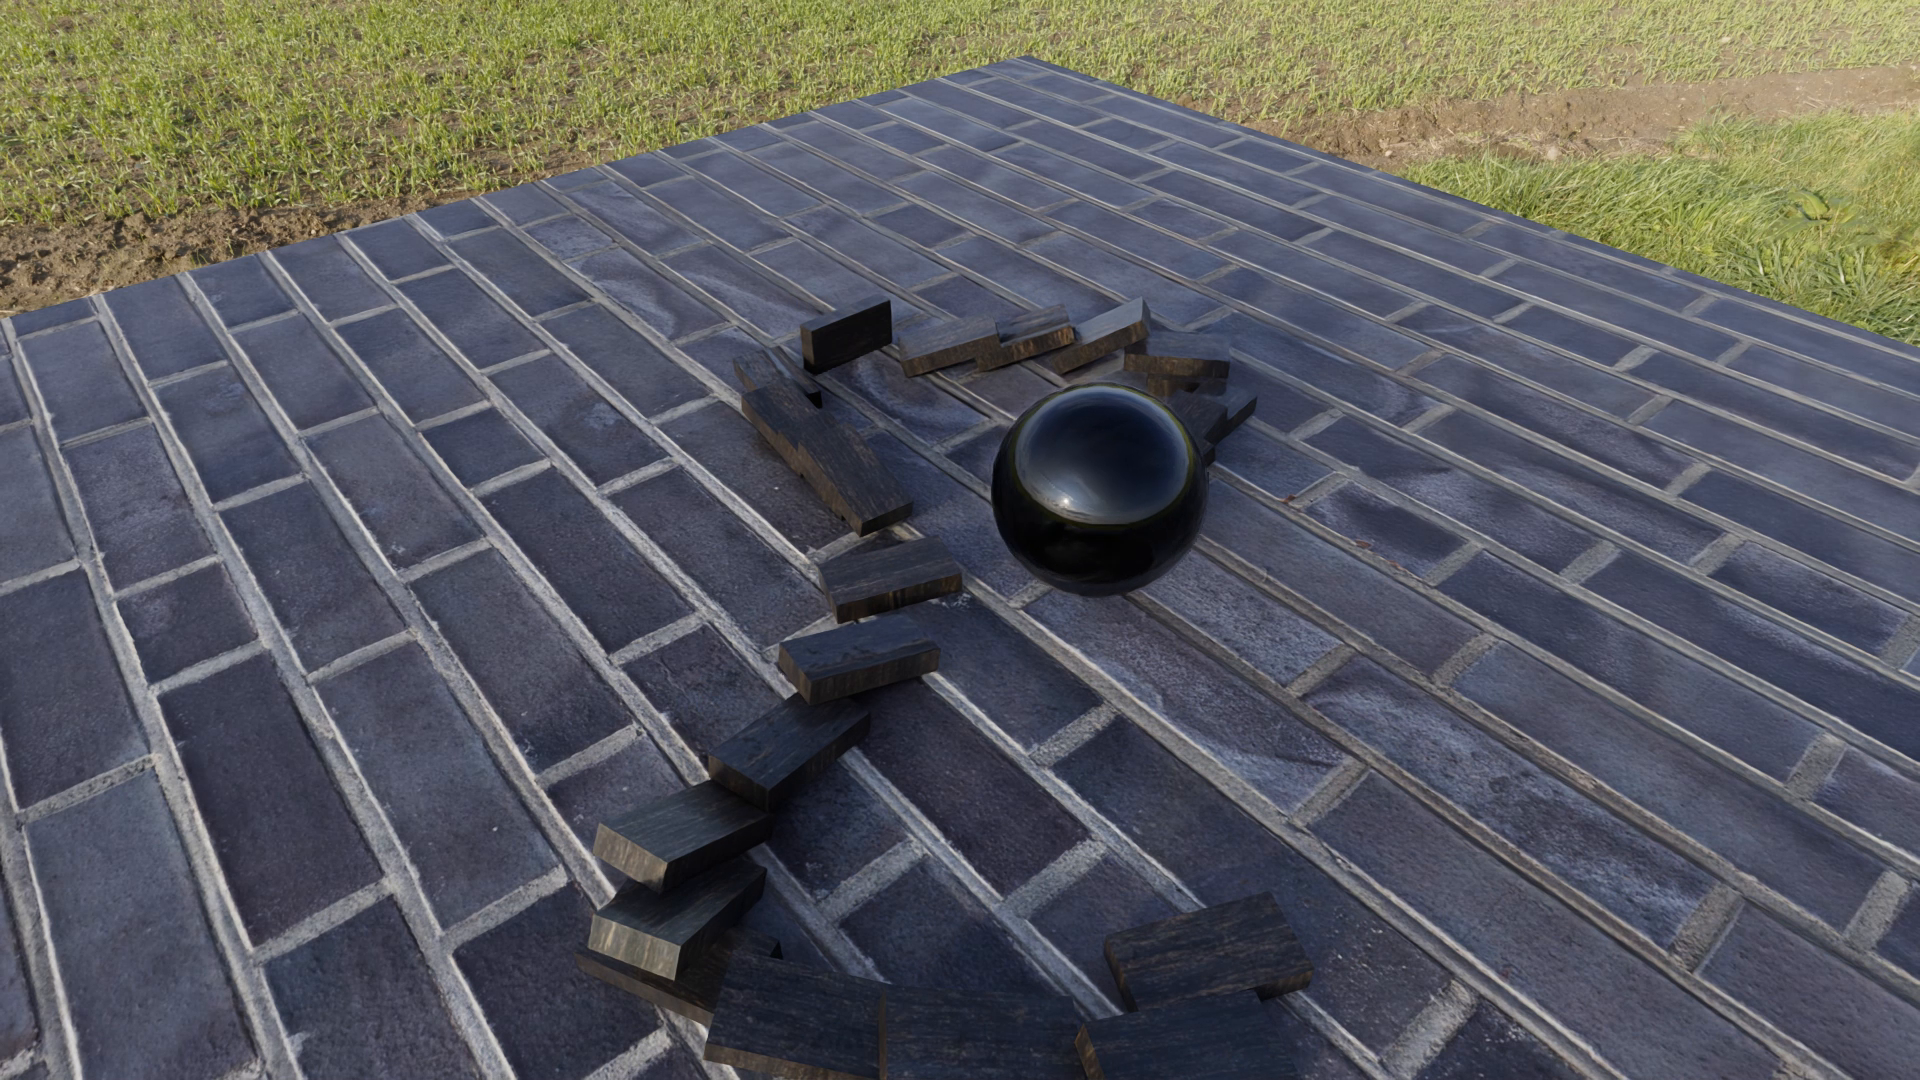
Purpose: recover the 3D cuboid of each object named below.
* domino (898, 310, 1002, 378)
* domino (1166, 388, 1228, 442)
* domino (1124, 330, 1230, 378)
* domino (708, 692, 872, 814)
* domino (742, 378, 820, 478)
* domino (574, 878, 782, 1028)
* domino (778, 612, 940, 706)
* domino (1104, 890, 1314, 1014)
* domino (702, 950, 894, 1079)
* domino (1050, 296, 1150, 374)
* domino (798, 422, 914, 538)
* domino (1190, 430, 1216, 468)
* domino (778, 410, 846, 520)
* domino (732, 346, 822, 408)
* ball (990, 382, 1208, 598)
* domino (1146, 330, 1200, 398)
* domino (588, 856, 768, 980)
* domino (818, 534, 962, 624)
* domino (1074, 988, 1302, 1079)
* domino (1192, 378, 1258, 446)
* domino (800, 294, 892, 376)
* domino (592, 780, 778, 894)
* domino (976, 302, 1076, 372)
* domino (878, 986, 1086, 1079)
[{"bbox_3d":[-0.005,-0.099,0.554,0.050,0.010,0.025,-15,39,6],"label":"domino"},{"bbox_3d":[0.095,-0.044,0.486,0.025,0.010,0.050,27,62,29],"label":"domino"},{"bbox_3d":[0.106,-0.092,0.540,0.050,0.010,0.025,5,40,6],"label":"domino"},{"bbox_3d":[-0.054,0.066,0.355,0.025,0.010,0.050,23,33,26],"label":"domino"},{"bbox_3d":[-0.075,-0.052,0.498,0.025,0.010,0.050,-27,59,-29],"label":"domino"},{"bbox_3d":[-0.078,0.115,0.304,0.050,0.010,0.025,15,42,18],"label":"domino"},{"bbox_3d":[-0.035,0.041,0.384,0.050,0.009,0.025,-12,34,-31],"label":"domino"},{"bbox_3d":[0.068,0.116,0.302,0.050,0.010,0.025,-10,40,-13],"label":"domino"},{"bbox_3d":[-0.038,0.124,0.283,0.050,0.009,0.025,14,40,-4],"label":"domino"},{"bbox_3d":[0.070,-0.102,0.549,0.050,0.010,0.025,-21,33,25],"label":"domino"},{"bbox_3d":[-0.044,-0.026,0.458,0.025,0.010,0.050,-25,60,-28],"label":"domino"},{"bbox_3d":[0.081,-0.028,0.465,0.050,0.009,0.025,-39,55,-16],"label":"domino"},{"bbox_3d":[-0.054,-0.033,0.474,0.025,0.010,0.050,-27,61,-29],"label":"domino"},{"bbox_3d":[-0.090,-0.077,0.537,0.025,0.010,0.050,-20,43,-23],"label":"domino"},{"bbox_3d":[0.051,-0.019,0.411,0.080,0.080,0.080,0,39,0],"label":"ball"},{"bbox_3d":[0.107,-0.089,0.551,0.025,0.010,0.050,6,40,7],"label":"domino"},{"bbox_3d":[-0.075,0.100,0.300,0.025,0.009,0.050,14,9,14],"label":"domino"},{"bbox_3d":[-0.027,0.015,0.425,0.050,0.009,0.025,-14,41,-17],"label":"domino"},{"bbox_3d":[0.057,0.131,0.276,0.050,0.010,0.025,-2,38,-20],"label":"domino"},{"bbox_3d":[0.115,-0.058,0.514,0.025,0.009,0.050,28,47,30],"label":"domino"},{"bbox_3d":[-0.057,-0.105,0.559,0.050,0.025,0.009,-30,48,-31],"label":"domino"},{"bbox_3d":[-0.079,0.085,0.320,0.025,0.010,0.050,21,12,24],"label":"domino"},{"bbox_3d":[0.032,-0.103,0.557,0.050,0.010,0.025,-16,39,9],"label":"domino"},{"bbox_3d":[0.005,0.128,0.278,0.050,0.009,0.025,8,38,-11],"label":"domino"}]
